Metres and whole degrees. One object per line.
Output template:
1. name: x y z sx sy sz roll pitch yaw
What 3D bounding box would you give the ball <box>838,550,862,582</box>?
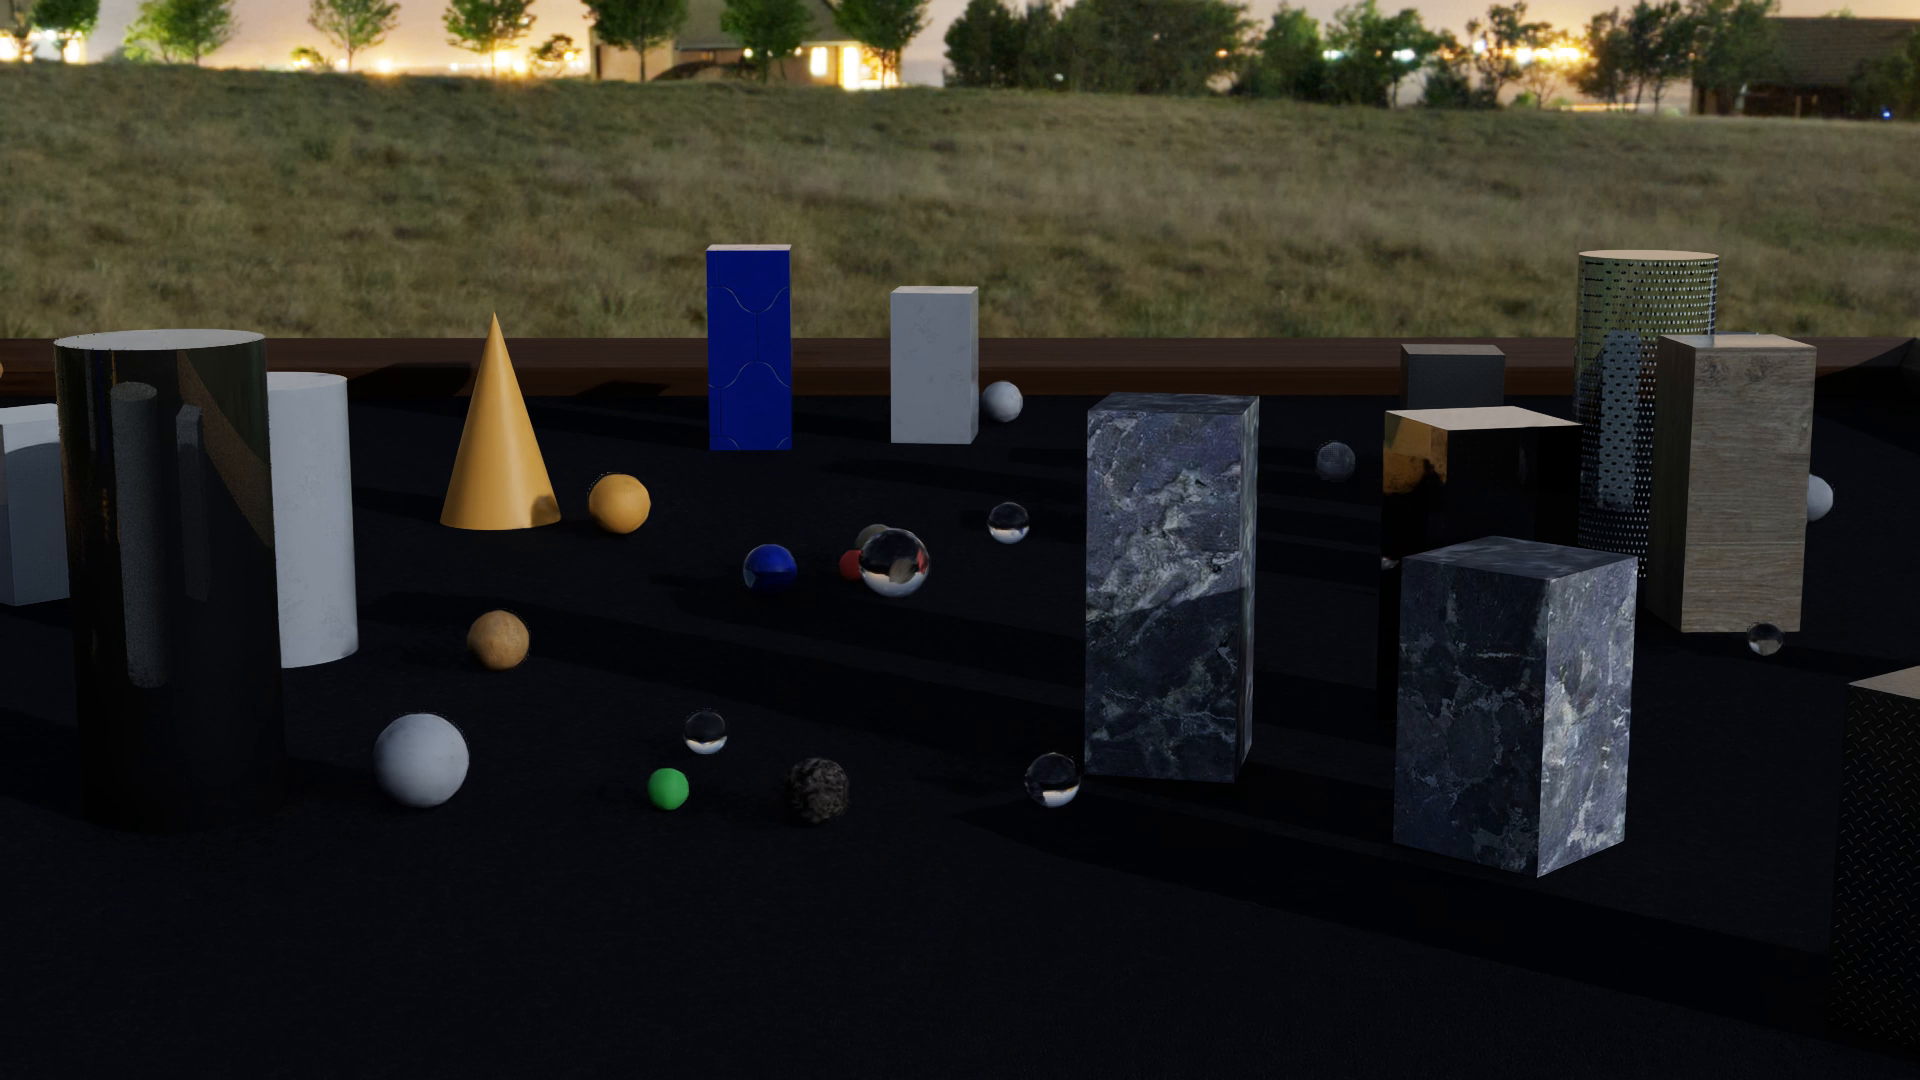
1. ball: -0.149 0.037 3.649 0.047 0.047 0.047 0 11 0

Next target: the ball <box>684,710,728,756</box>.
1. ball: -0.271 0.206 2.738 0.047 0.047 0.047 0 11 0

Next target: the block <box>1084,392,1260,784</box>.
1. block: 0.223 0.045 2.690 0.156 0.381 0.156 2 11 13

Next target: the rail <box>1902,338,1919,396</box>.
1. rail: 2.115 0.030 3.461 0.045 0.127 4.586 0 11 0

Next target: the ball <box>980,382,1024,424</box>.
1. ball: 0.086 -0.282 5.263 0.087 0.087 0.087 0 11 0

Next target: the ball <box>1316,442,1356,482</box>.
1. ball: 0.664 -0.138 4.530 0.069 0.069 0.069 0 11 0

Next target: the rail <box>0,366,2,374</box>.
1. rail: -2.115 0.035 3.437 0.045 0.127 4.586 0 11 0

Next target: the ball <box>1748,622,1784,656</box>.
1. ball: 1.004 0.123 3.198 0.042 0.042 0.042 0 11 0

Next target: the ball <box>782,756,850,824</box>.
1. ball: -0.139 0.243 2.489 0.065 0.065 0.065 0 11 0

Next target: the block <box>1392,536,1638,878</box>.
1. block: 0.521 0.151 2.410 0.156 0.275 0.156 10 14 43

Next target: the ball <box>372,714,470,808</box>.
1. ball: -0.534 0.219 2.540 0.095 0.095 0.095 0 11 0

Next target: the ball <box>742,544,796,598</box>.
1. ball: -0.263 0.042 3.546 0.074 0.074 0.074 0 11 0

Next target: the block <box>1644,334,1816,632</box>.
1. block: 1.011 -0.077 3.377 0.156 0.371 0.156 0 11 -2

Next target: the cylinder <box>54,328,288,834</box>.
1. cylinder: -0.770 0.035 2.513 0.195 0.465 0.195 0 11 0

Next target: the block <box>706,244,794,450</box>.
1. block: -0.403 -0.373 4.944 0.156 0.380 0.156 0 11 -2

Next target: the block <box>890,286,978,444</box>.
1. block: -0.049 -0.345 5.038 0.156 0.292 0.156 1 11 6

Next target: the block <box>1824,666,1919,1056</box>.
1. block: 0.774 0.242 1.935 0.156 0.269 0.156 -8 13 -37

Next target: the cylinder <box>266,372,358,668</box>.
1. cylinder: -0.856 -0.028 3.193 0.195 0.341 0.195 0 11 0

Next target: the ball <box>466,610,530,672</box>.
1. ball: -0.560 0.123 3.111 0.075 0.075 0.075 0 11 0

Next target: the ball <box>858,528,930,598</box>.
1. ball: -0.091 0.032 3.538 0.098 0.098 0.098 0 11 0

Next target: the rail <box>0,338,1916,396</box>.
1. rail: -0.013 -0.381 5.680 4.278 0.127 0.045 0 11 0

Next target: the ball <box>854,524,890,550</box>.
1. ball: -0.119 0.011 3.727 0.069 0.069 0.069 0 11 0

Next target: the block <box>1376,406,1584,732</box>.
1. block: 0.563 0.041 2.798 0.156 0.351 0.156 -3 11 -15

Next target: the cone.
1. cone: -0.744 -0.200 4.129 0.195 0.339 0.195 0 11 0

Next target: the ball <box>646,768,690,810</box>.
1. ball: -0.289 0.246 2.535 0.042 0.042 0.042 0 11 0

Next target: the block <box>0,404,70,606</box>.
1. block: -1.292 -0.052 3.576 0.156 0.249 0.156 9 14 41

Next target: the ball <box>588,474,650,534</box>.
1. ball: -0.533 -0.056 4.017 0.097 0.097 0.097 0 11 0

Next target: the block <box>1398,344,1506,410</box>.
1. block: 0.820 -0.190 4.296 0.156 0.258 0.156 1 11 5

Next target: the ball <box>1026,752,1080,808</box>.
1. ball: 0.092 0.238 2.545 0.054 0.054 0.054 0 11 0

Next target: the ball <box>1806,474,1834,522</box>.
1. ball: 1.366 -0.067 4.131 0.076 0.076 0.076 0 11 0

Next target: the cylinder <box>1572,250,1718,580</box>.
1. cylinder: 0.988 -0.185 3.726 0.195 0.456 0.195 0 11 0

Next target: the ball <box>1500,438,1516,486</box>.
1. ball: 0.915 -0.137 4.448 0.097 0.097 0.097 0 11 0

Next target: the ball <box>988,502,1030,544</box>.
1. ball: 0.075 -0.025 3.936 0.065 0.065 0.065 0 11 0

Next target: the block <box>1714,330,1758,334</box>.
1. block: 1.239 -0.202 4.296 0.156 0.282 0.156 4 11 22
